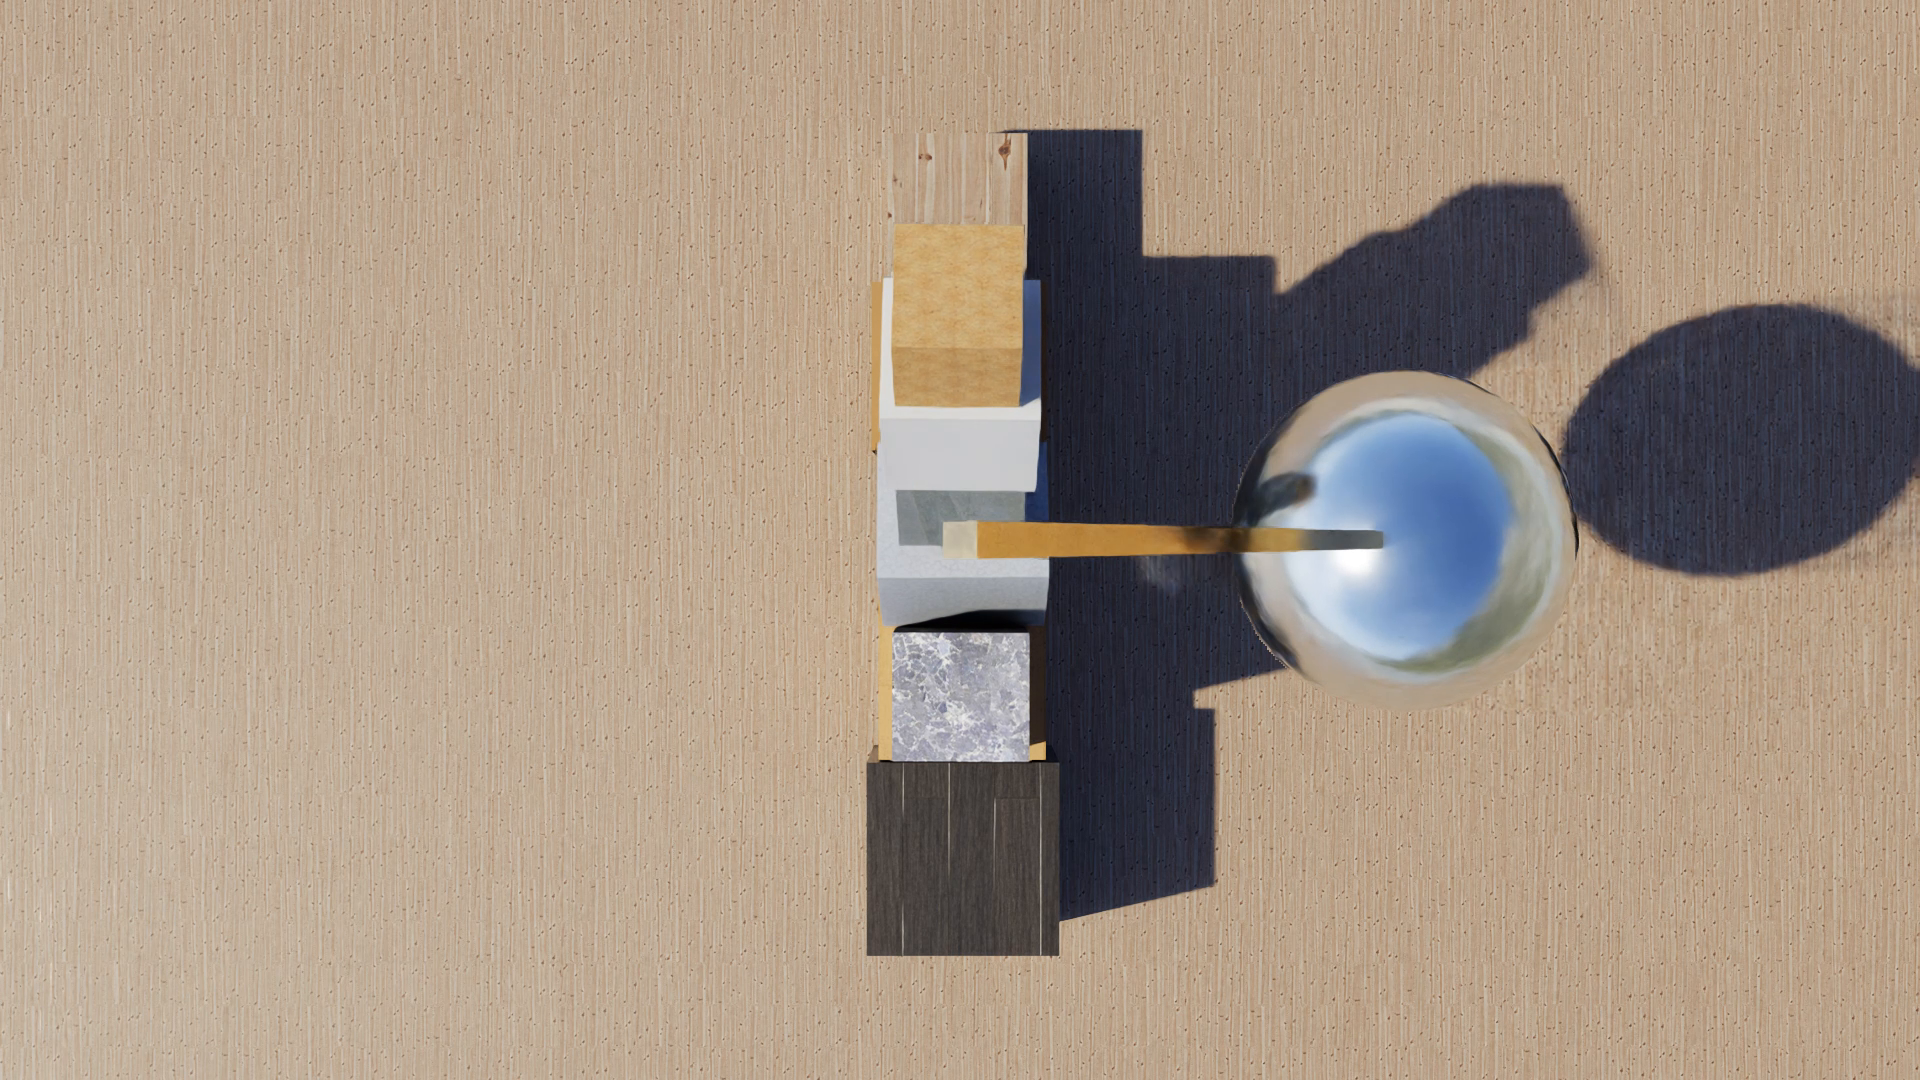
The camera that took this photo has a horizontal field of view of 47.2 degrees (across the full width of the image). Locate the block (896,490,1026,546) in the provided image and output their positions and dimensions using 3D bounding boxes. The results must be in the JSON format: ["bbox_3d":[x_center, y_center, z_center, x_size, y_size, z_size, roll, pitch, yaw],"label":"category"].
[{"bbox_3d":[0.010,-0.416,10.973,0.625,0.739,0.664,1,67,1],"label":"block"}]

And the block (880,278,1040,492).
[{"bbox_3d":[0.006,-0.717,10.286,0.720,0.762,0.718,1,67,0],"label":"block"}]

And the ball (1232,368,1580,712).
[{"bbox_3d":[2.074,0.000,10.310,1.600,1.600,1.600,0,90,0],"label":"ball"}]

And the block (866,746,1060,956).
[{"bbox_3d":[0.016,1.740,12.491,1.051,1.017,1.054,0,90,0],"label":"block"}]

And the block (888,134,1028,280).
[{"bbox_3d":[-0.014,-1.852,12.629,0.779,0.742,0.831,0,90,0],"label":"block"}]

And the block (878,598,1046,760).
[{"bbox_3d":[0.012,0.751,12.518,0.914,0.964,0.905,0,90,0],"label":"block"}]

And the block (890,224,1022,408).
[{"bbox_3d":[-0.010,-0.980,9.681,0.556,0.559,0.605,1,67,0],"label":"block"}]

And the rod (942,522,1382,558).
[{"bbox_3d":[0.899,0.000,7.120,0.080,5.200,0.080,0,90,20],"label":"rod"}]

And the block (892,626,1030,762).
[{"bbox_3d":[0.004,0.803,11.633,0.701,0.807,0.658,0,90,0],"label":"block"}]

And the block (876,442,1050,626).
[{"bbox_3d":[0.016,-0.020,11.703,0.880,0.844,0.743,0,71,0],"label":"block"}]

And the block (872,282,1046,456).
[{"bbox_3d":[-0.005,-0.961,12.572,0.969,0.856,0.932,0,90,0],"label":"block"}]
